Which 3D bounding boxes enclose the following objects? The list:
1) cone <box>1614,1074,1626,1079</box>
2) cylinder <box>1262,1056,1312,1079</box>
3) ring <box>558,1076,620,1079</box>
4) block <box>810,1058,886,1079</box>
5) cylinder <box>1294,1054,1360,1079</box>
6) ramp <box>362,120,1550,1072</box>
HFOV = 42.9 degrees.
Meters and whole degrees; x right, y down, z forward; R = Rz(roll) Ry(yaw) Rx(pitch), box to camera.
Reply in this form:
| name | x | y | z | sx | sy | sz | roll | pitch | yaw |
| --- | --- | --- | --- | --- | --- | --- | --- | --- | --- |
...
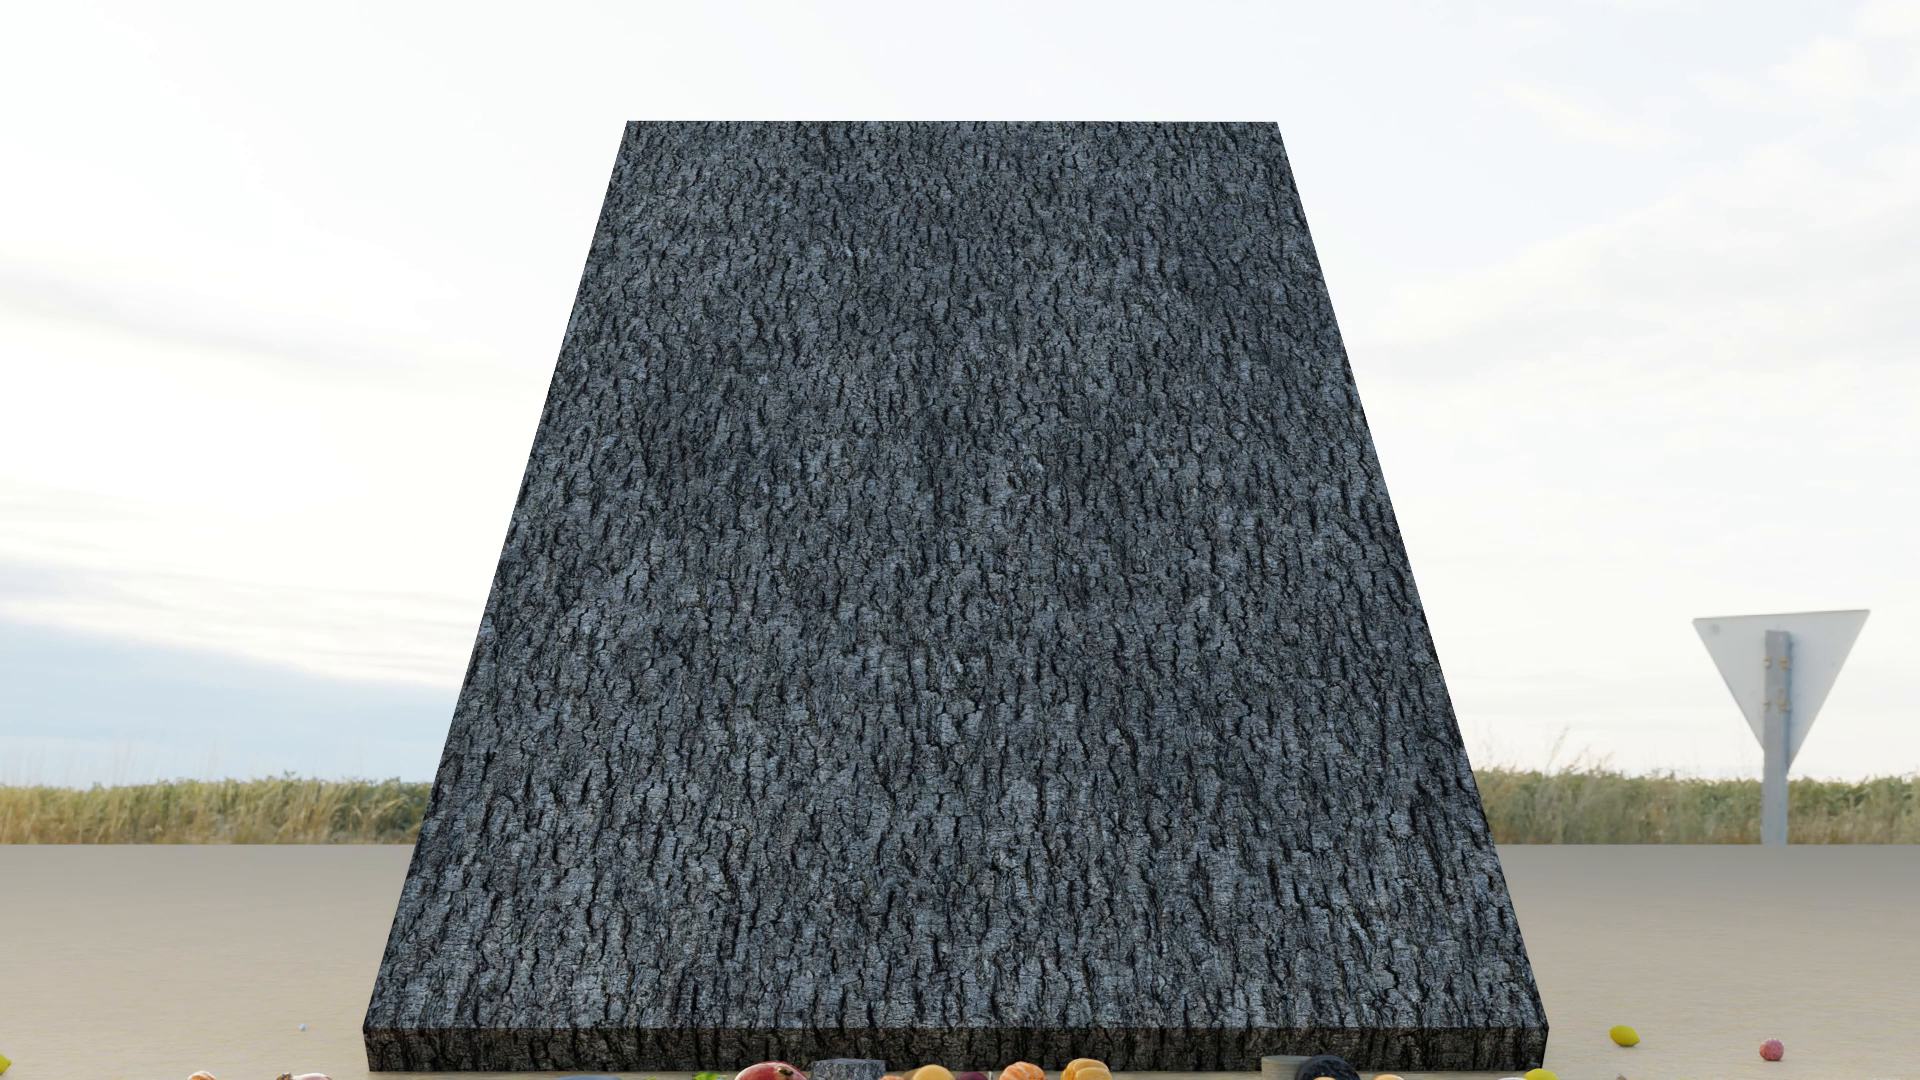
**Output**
| name | x | y | z | sx | sy | sz | roll | pitch | yaw |
| --- | --- | --- | --- | --- | --- | --- | --- | --- | --- |
| cone | 0.956 | 0.822 | 3.583 | 0.058 | 0.058 | 0.058 | -26 | -4 | -7 |
| cylinder | 0.474 | 0.784 | 3.505 | 0.081 | 0.081 | 0.081 | 0 | -7 | 0 |
| ring | -0.557 | 0.822 | 3.643 | 0.120 | 0.040 | 0.120 | -1 | -7 | 0 |
| block | -0.161 | 0.787 | 3.505 | 0.077 | 0.077 | 0.077 | -5 | -8 | 33 |
| cylinder | 0.515 | 0.769 | 3.416 | 0.090 | 0.090 | 0.090 | 0 | -7 | 4 |
| ramp | -0.015 | -0.192 | 5.842 | 2.000 | 0.100 | 4.000 | 0 | 32 | 0 |
